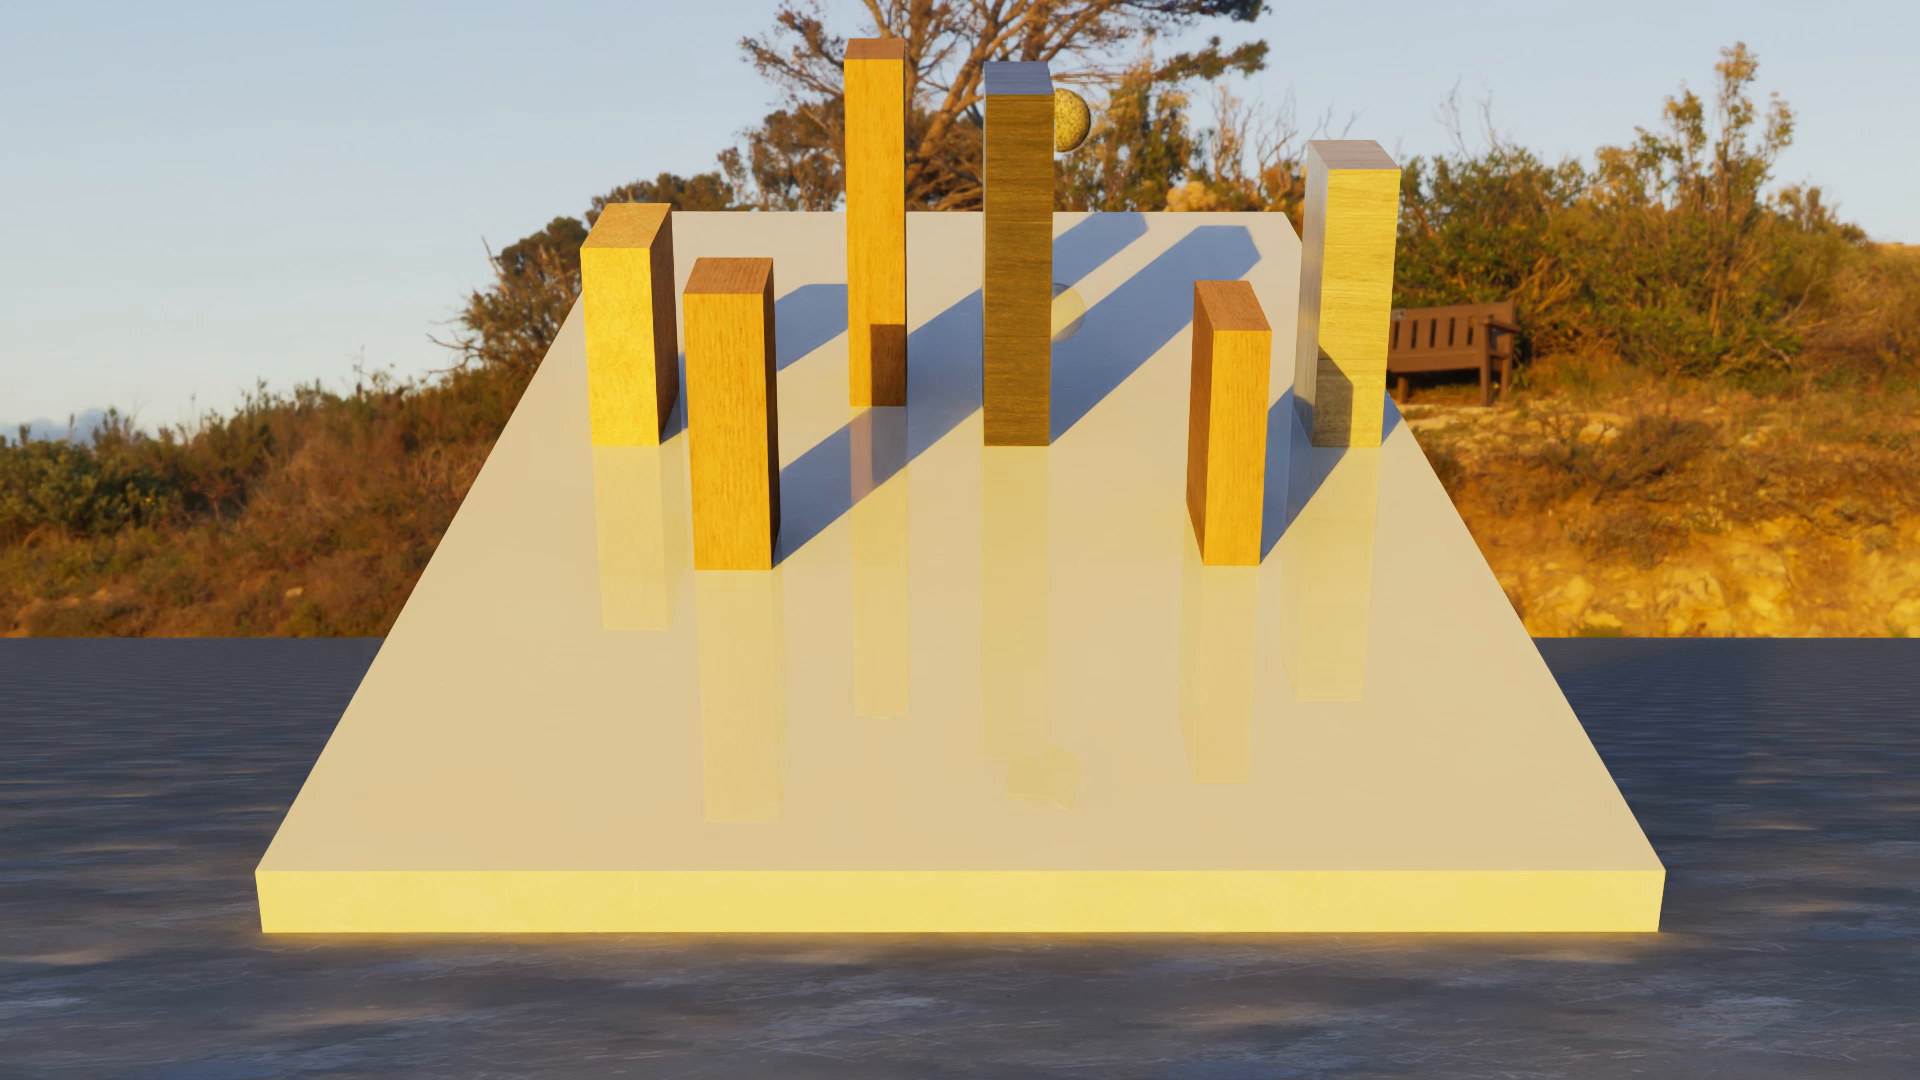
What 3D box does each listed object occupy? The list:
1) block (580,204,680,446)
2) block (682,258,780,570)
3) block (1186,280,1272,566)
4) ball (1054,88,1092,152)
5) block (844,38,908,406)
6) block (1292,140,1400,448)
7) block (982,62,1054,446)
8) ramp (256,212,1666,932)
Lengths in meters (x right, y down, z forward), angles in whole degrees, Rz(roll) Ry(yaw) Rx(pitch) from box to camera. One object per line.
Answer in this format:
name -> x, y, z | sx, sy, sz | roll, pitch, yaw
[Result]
block -> -0.724, -0.482, 5.059 | 0.144, 0.437, 0.409 | 0, 22, 0
block -> -0.426, -0.239, 4.313 | 0.143, 0.534, 0.260 | 0, 22, 0
block -> 0.511, -0.229, 4.392 | 0.105, 0.460, 0.348 | 0, 22, 0
ball -> 0.301, -1.267, 6.919 | 0.191, 0.191, 0.191 | 0, -2, 0
block -> -0.187, -0.719, 5.191 | 0.127, 0.783, 0.278 | 0, 22, 0
block -> 0.835, -0.538, 4.975 | 0.148, 0.607, 0.300 | 0, 22, 0
block -> 0.122, -0.628, 4.993 | 0.140, 0.759, 0.394 | 0, 22, 0
ramp -> -0.006, -0.218, 5.125 | 2.000, 0.100, 4.000 | 0, 22, 0
